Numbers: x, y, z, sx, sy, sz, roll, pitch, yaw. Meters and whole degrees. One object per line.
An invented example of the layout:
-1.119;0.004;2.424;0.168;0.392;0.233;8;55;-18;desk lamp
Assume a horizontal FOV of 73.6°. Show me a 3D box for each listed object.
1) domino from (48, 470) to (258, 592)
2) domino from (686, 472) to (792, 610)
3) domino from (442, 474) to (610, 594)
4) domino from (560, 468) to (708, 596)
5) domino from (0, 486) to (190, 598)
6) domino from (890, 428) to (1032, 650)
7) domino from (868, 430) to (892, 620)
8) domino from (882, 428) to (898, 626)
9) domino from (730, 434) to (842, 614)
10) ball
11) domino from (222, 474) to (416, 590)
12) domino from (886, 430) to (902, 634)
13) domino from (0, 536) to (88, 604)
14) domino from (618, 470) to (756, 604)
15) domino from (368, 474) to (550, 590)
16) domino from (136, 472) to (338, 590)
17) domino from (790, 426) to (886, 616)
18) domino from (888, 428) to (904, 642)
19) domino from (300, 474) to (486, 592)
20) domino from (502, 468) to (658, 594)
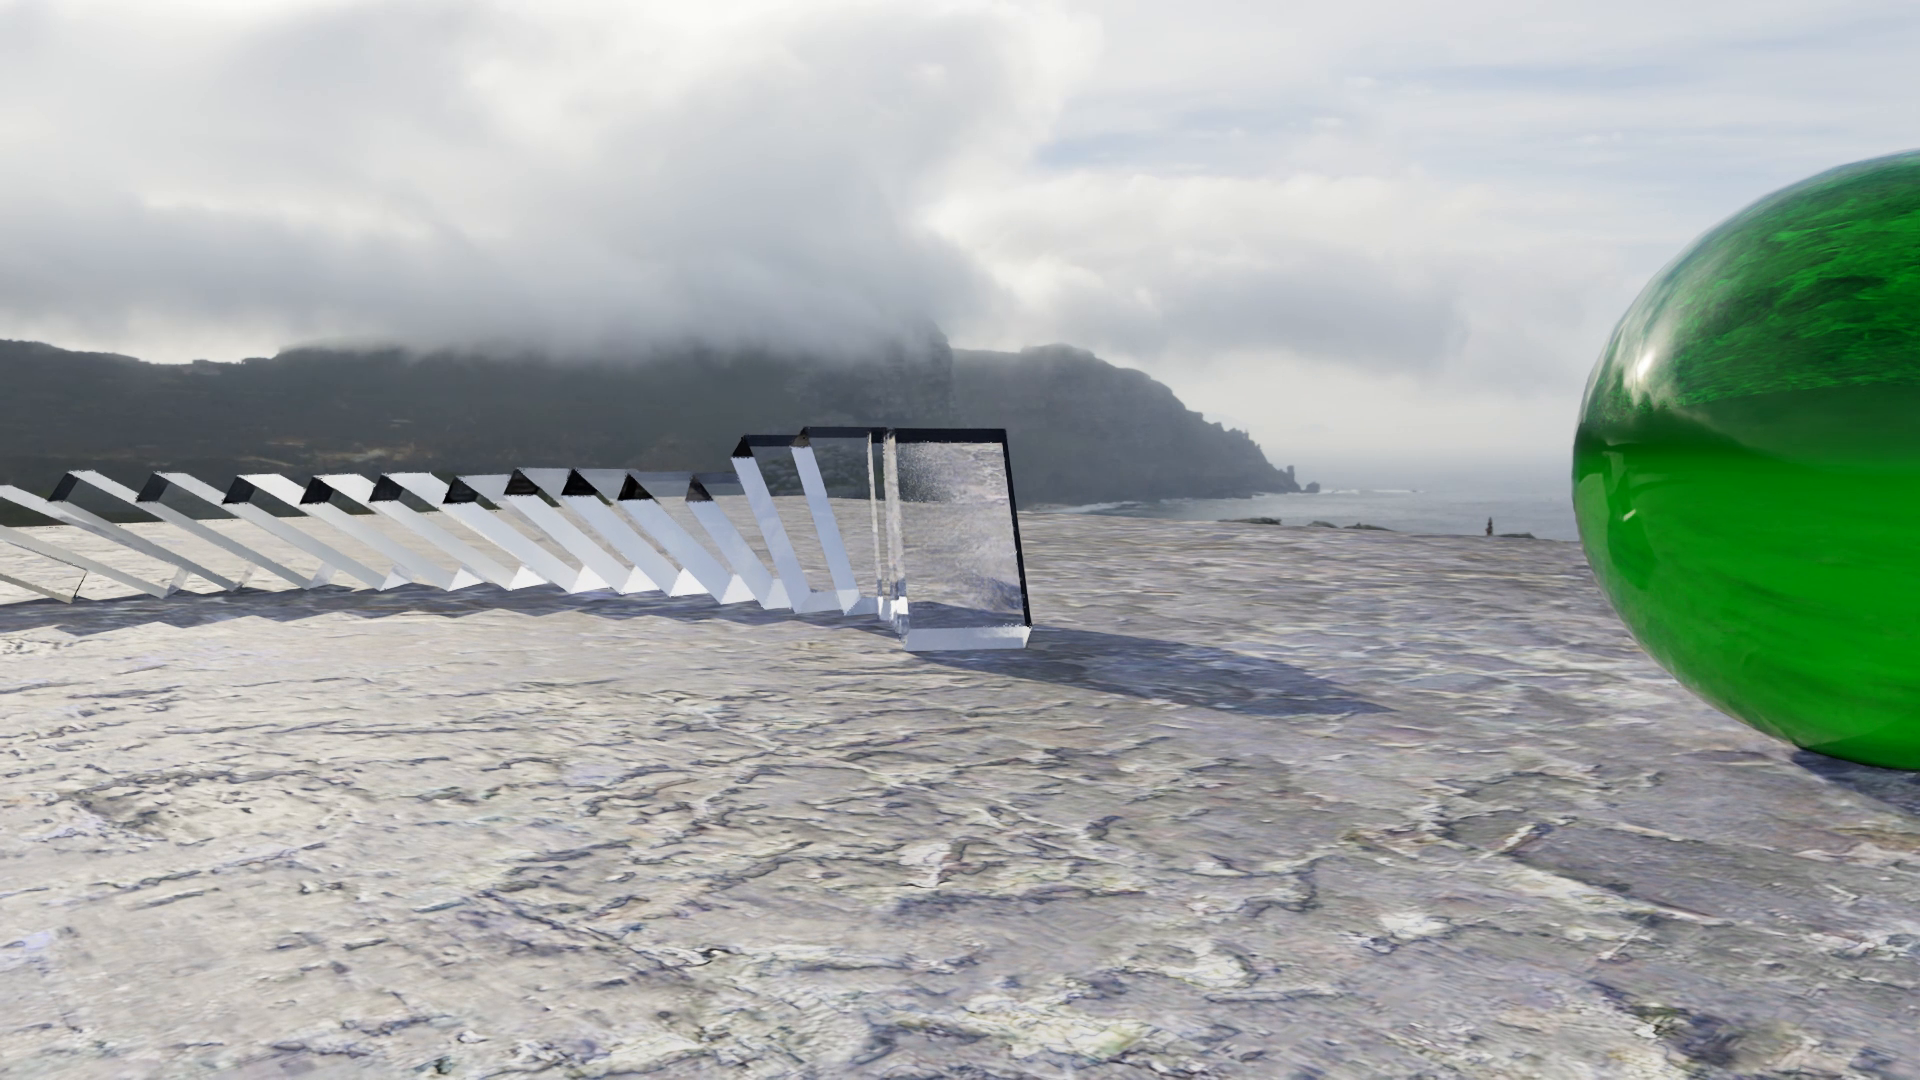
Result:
-0.227;-0.003;0.364;0.050;0.010;0.025;32;-8;-20;domino
-0.053;-0.001;0.350;0.025;0.010;0.050;-3;37;-39;domino
-0.125;-0.003;0.381;0.050;0.010;0.025;32;13;13;domino
-0.089;-0.003;0.371;0.050;0.009;0.025;38;20;24;domino
-0.243;0.000;0.356;0.050;0.010;0.025;27;-6;-21;domino
-0.001;-0.001;0.275;0.025;0.050;0.010;-1;-32;-9;domino
-0.009;-0.005;0.321;0.025;0.050;0.010;-1;-32;-9;domino
-0.005;-0.004;0.310;0.025;0.050;0.010;0;-32;-8;domino
-0.039;-0.005;0.337;0.025;0.050;0.010;-4;-33;-39;domino
0.124;-0.010;0.168;0.080;0.080;0.080;0;4;0;ball
-0.187;-0.003;0.380;0.050;0.010;0.025;30;1;-5;domino
-0.003;-0.003;0.298;0.025;0.050;0.010;0;-32;-8;domino
-0.260;0.002;0.339;0.050;0.010;0.025;28;-12;-31;domino
-0.071;-0.002;0.361;0.050;0.009;0.025;40;26;28;domino
-0.147;-0.003;0.383;0.050;0.009;0.025;31;7;5;domino
-0.208;-0.003;0.374;0.050;0.010;0.025;31;-5;-12;domino
-0.024;-0.006;0.331;0.025;0.050;0.010;-3;-28;-35;domino
-0.002;-0.002;0.287;0.025;0.050;0.010;-1;-32;-9;domino
-0.167;-0.003;0.383;0.050;0.010;0.025;30;5;0;domino
-0.107;-0.003;0.377;0.050;0.010;0.025;36;16;18;domino
